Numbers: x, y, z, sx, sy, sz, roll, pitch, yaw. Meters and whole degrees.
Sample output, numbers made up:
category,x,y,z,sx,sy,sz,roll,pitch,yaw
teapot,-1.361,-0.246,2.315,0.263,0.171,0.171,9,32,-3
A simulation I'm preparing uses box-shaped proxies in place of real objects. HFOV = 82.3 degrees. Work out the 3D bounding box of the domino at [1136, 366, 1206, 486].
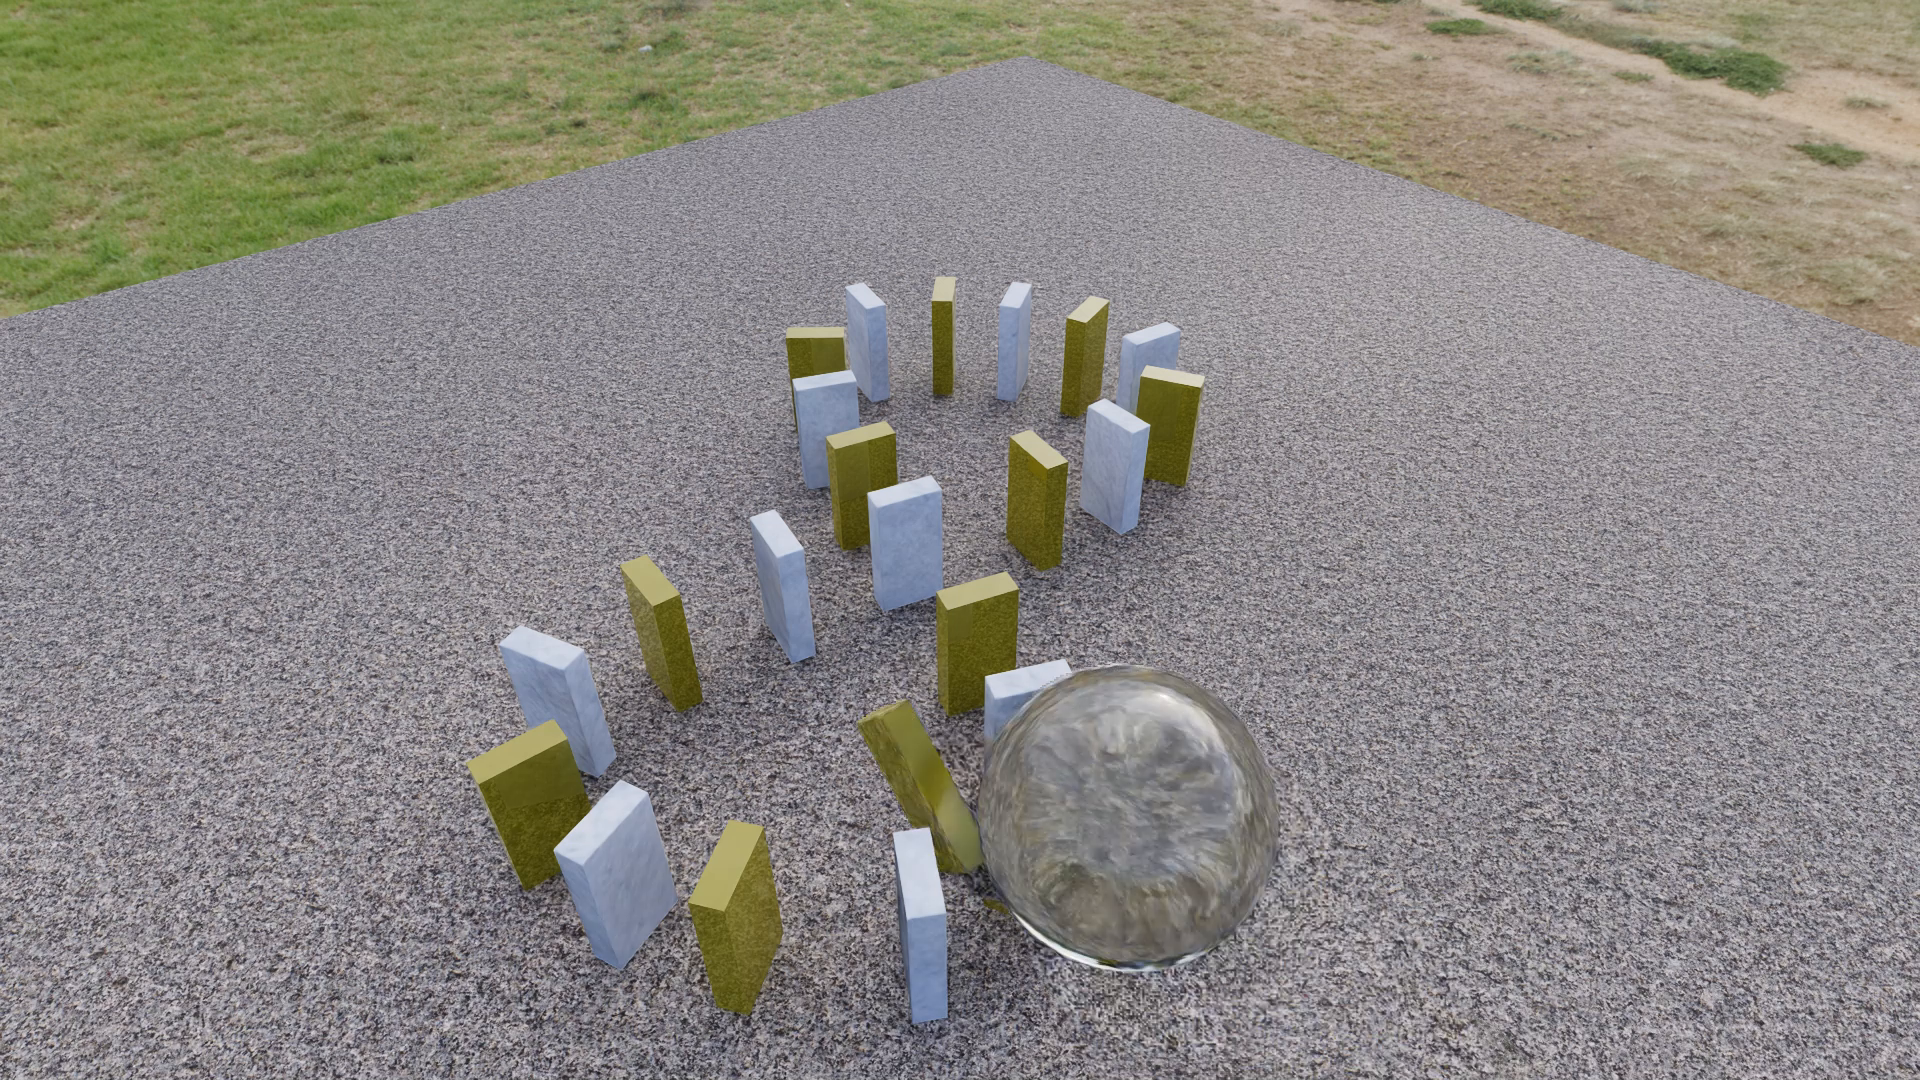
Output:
category,x,y,z,sx,sy,sz,roll,pitch,yaw
domino,0.088,-0.048,0.471,0.025,0.050,0.009,14,41,16

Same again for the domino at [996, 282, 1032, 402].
category,x,y,z,sx,sy,sz,roll,pitch,yaw
domino,0.026,-0.095,0.527,0.009,0.050,0.025,10,40,12

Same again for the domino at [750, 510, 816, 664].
category,x,y,z,sx,sy,sz,roll,pitch,yaw
domino,-0.063,0.017,0.391,0.009,0.050,0.025,-20,43,-23

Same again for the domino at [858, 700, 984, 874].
category,x,y,z,sx,sy,sz,roll,pitch,yaw
domino,-0.011,0.072,0.321,0.010,0.025,0.050,-28,87,-24

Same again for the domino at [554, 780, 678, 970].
category,x,y,z,sx,sy,sz,roll,pitch,yaw
domino,-0.092,0.092,0.299,0.009,0.050,0.025,18,43,21

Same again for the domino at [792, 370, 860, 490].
category,x,y,z,sx,sy,sz,roll,pitch,yaw
domino,-0.056,-0.046,0.468,0.025,0.050,0.010,-12,41,-14

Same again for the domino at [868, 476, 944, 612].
category,x,y,z,sx,sy,sz,roll,pitch,yaw
domino,-0.020,0.002,0.409,0.025,0.050,0.009,-17,42,-19

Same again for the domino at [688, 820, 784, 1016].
category,x,y,z,sx,sy,sz,roll,pitch,yaw
domino,-0.058,0.100,0.290,0.009,0.050,0.025,9,40,11

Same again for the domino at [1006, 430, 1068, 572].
category,x,y,z,sx,sy,sz,roll,pitch,yaw
domino,0.030,-0.015,0.430,0.009,0.050,0.025,-21,44,-24

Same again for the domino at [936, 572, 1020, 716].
category,x,y,z,sx,sy,sz,roll,pitch,yaw
domino,0.006,0.035,0.368,0.025,0.050,0.009,-15,42,-18

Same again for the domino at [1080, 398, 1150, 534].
category,x,y,z,sx,sy,sz,roll,pitch,yaw
domino,0.062,-0.030,0.448,0.009,0.050,0.025,-27,46,-29

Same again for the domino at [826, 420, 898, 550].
category,x,y,z,sx,sy,sz,roll,pitch,yaw
domino,-0.038,-0.021,0.437,0.025,0.050,0.009,-18,42,-20

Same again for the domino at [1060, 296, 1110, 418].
category,x,y,z,sx,sy,sz,roll,pitch,yaw
domino,0.058,-0.086,0.516,0.009,0.050,0.025,21,44,23

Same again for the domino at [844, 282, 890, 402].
category,x,y,z,sx,sy,sz,roll,pitch,yaw
domino,-0.044,-0.094,0.527,0.010,0.050,0.025,-19,43,-21

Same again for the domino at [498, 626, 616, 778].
category,x,y,z,sx,sy,sz,roll,pitch,yaw
domino,-0.127,0.052,0.348,0.025,0.050,0.009,17,42,19

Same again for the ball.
category,x,y,z,sx,sy,sz,roll,pitch,yaw
ball,0.045,0.074,0.297,0.080,0.080,0.080,0,39,0

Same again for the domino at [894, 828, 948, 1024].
category,x,y,z,sx,sy,sz,roll,pitch,yaw
domino,-0.010,0.101,0.288,0.010,0.050,0.025,-7,40,-8

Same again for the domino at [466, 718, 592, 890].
category,x,y,z,sx,sy,sz,roll,pitch,yaw
domino,-0.121,0.077,0.317,0.025,0.050,0.010,-27,47,-29

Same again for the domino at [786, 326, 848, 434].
category,x,y,z,sx,sy,sz,roll,pitch,yaw
domino,-0.064,-0.072,0.499,0.025,0.050,0.010,-1,39,-1

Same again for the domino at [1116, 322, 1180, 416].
category,x,y,z,sx,sy,sz,roll,pitch,yaw
domino,0.084,-0.071,0.499,0.025,0.050,0.009,-22,44,-24

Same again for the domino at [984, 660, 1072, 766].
category,x,y,z,sx,sy,sz,roll,pitch,yaw
domino,0.021,0.060,0.338,0.025,0.050,0.009,-11,41,-13

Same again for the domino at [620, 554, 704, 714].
category,x,y,z,sx,sy,sz,roll,pitch,yaw
domino,-0.101,0.032,0.372,0.010,0.050,0.025,-26,46,-28

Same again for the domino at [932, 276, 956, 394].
category,x,y,z,sx,sy,sz,roll,pitch,yaw
domino,-0.008,-0.099,0.532,0.009,0.050,0.025,2,39,3
